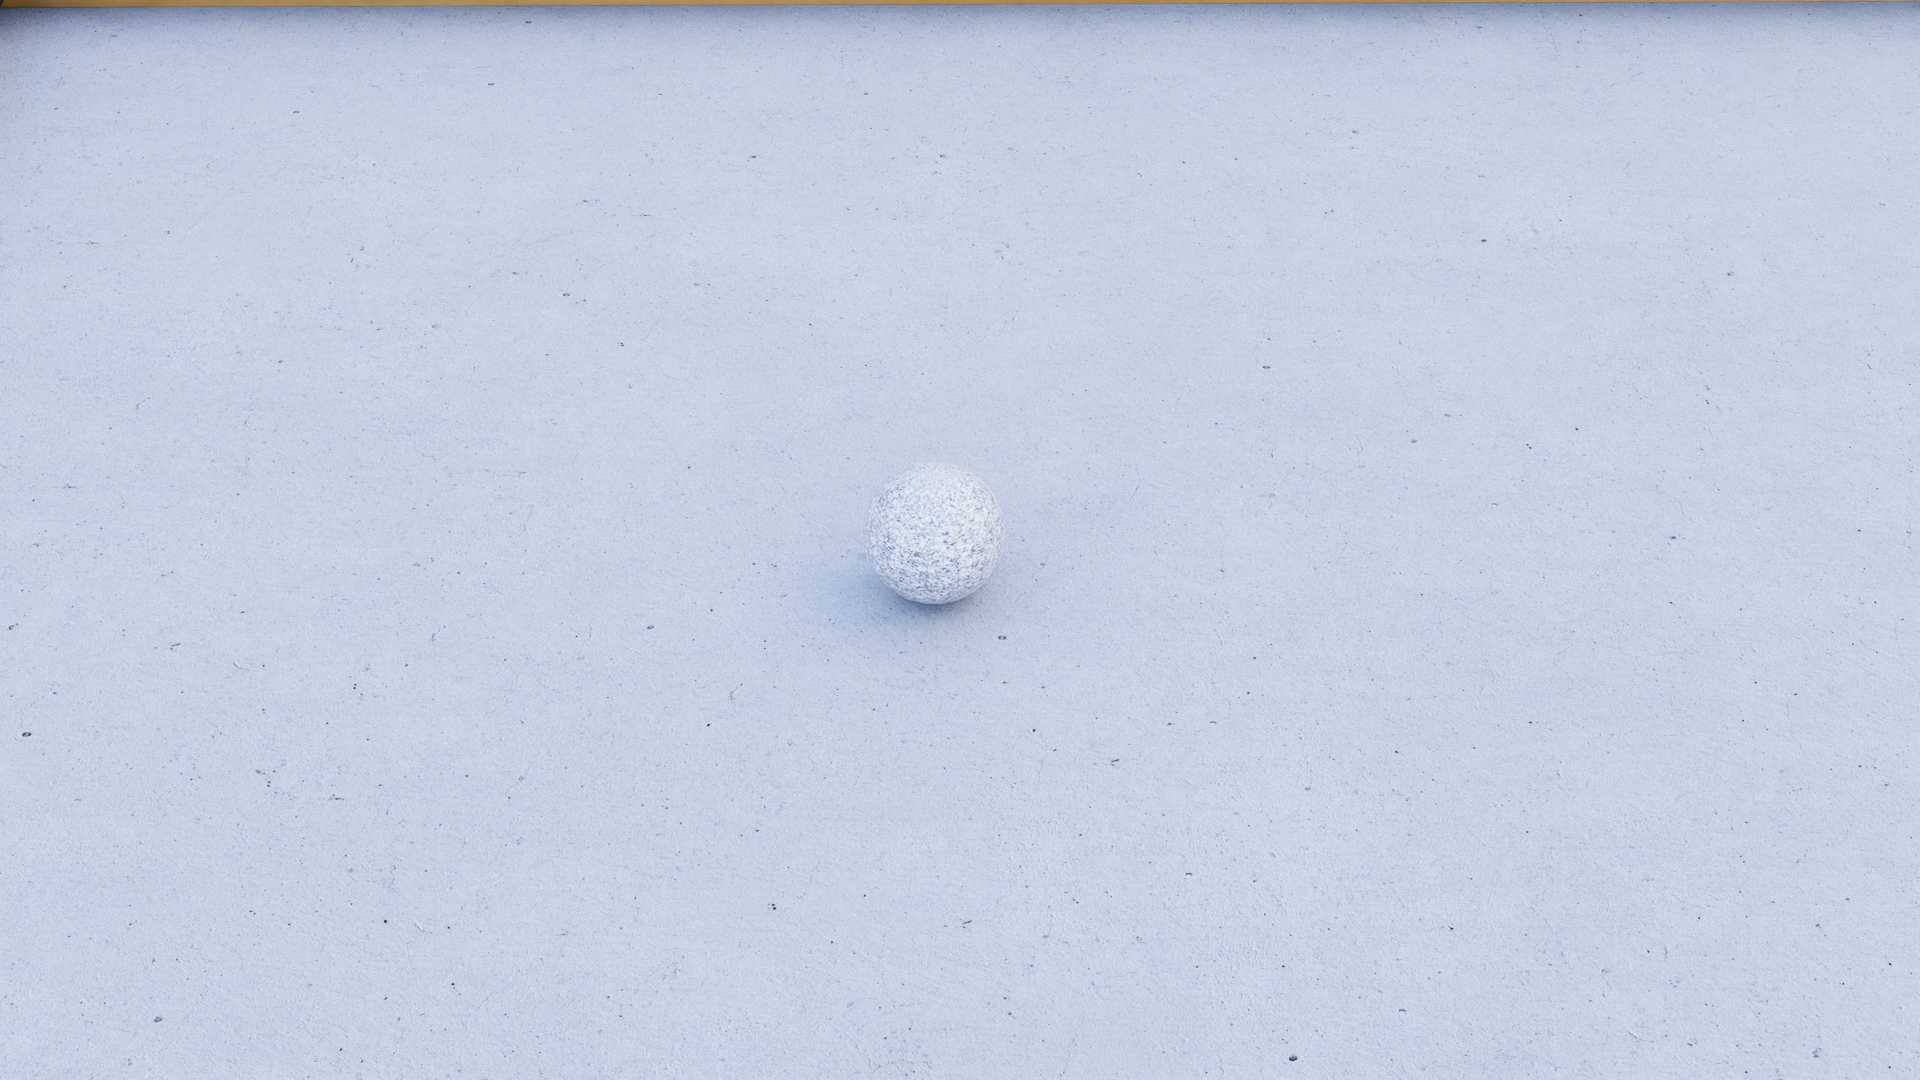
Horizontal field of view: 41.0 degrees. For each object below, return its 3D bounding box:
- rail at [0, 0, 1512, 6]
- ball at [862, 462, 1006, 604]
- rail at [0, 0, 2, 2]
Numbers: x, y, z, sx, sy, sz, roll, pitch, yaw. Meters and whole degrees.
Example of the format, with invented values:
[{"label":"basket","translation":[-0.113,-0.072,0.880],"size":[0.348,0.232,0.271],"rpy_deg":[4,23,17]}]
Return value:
[{"label":"rail","translation":[0.884,-0.541,2.350],"size":[3.563,0.119,0.045],"rpy_deg":[0,36,0]},{"label":"ball","translation":[-0.017,-0.005,1.639],"size":[0.092,0.092,0.092],"rpy_deg":[0,36,0]},{"label":"rail","translation":[-0.867,-0.017,1.632],"size":[0.045,0.119,1.799],"rpy_deg":[0,36,0]}]
